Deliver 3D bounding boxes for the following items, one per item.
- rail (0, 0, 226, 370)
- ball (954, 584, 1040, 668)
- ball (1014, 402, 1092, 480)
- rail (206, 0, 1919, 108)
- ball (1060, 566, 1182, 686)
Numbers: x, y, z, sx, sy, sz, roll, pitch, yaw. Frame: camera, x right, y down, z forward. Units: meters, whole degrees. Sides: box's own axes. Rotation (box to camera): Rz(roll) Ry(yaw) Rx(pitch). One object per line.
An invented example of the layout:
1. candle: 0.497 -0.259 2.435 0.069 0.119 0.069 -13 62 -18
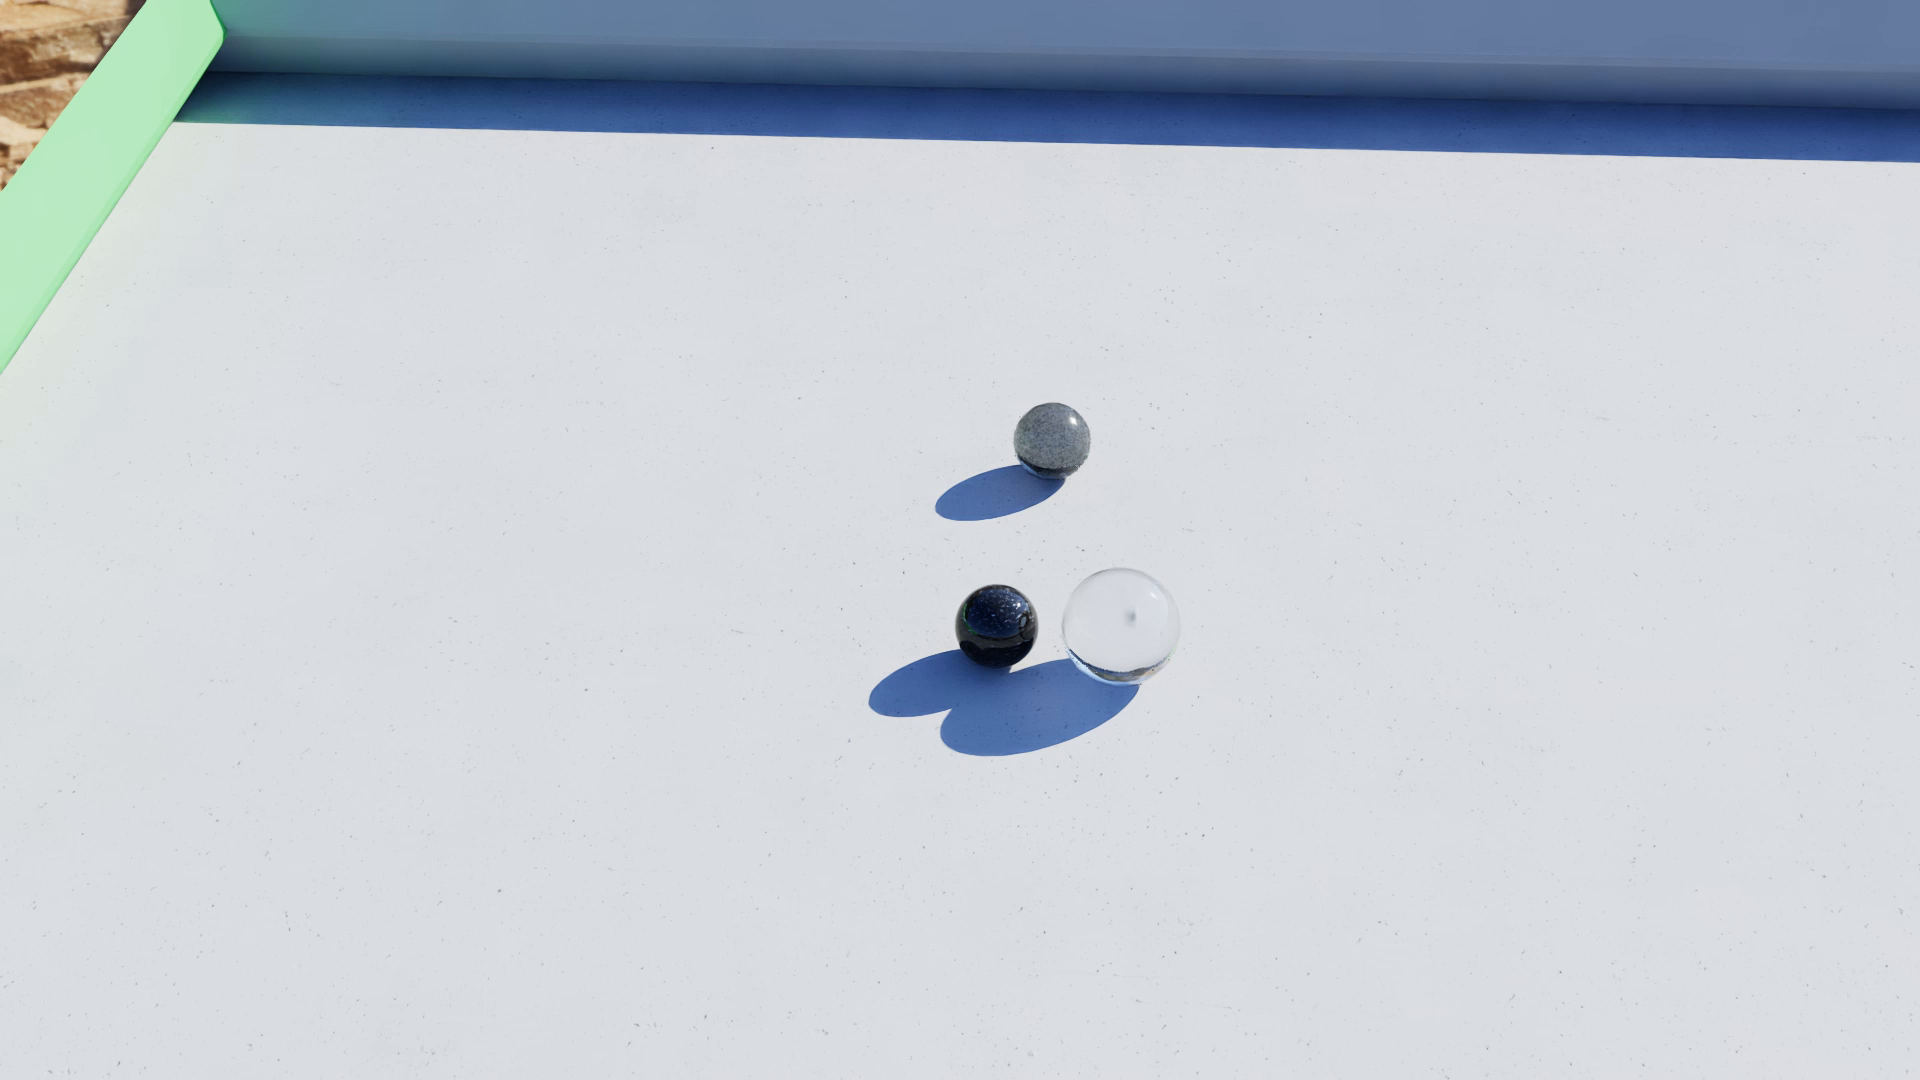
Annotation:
1. rail: -0.759 -0.046 1.825 0.045 0.121 1.611 2 35 2
2. ball: 0.025 0.058 1.734 0.058 0.058 0.058 0 35 0
3. ball: 0.069 -0.074 1.920 0.058 0.058 0.058 0 35 0
4. rail: 0.823 -0.452 2.398 3.136 0.121 0.045 2 35 2
5. ball: 0.108 0.058 1.715 0.080 0.080 0.080 0 35 0
